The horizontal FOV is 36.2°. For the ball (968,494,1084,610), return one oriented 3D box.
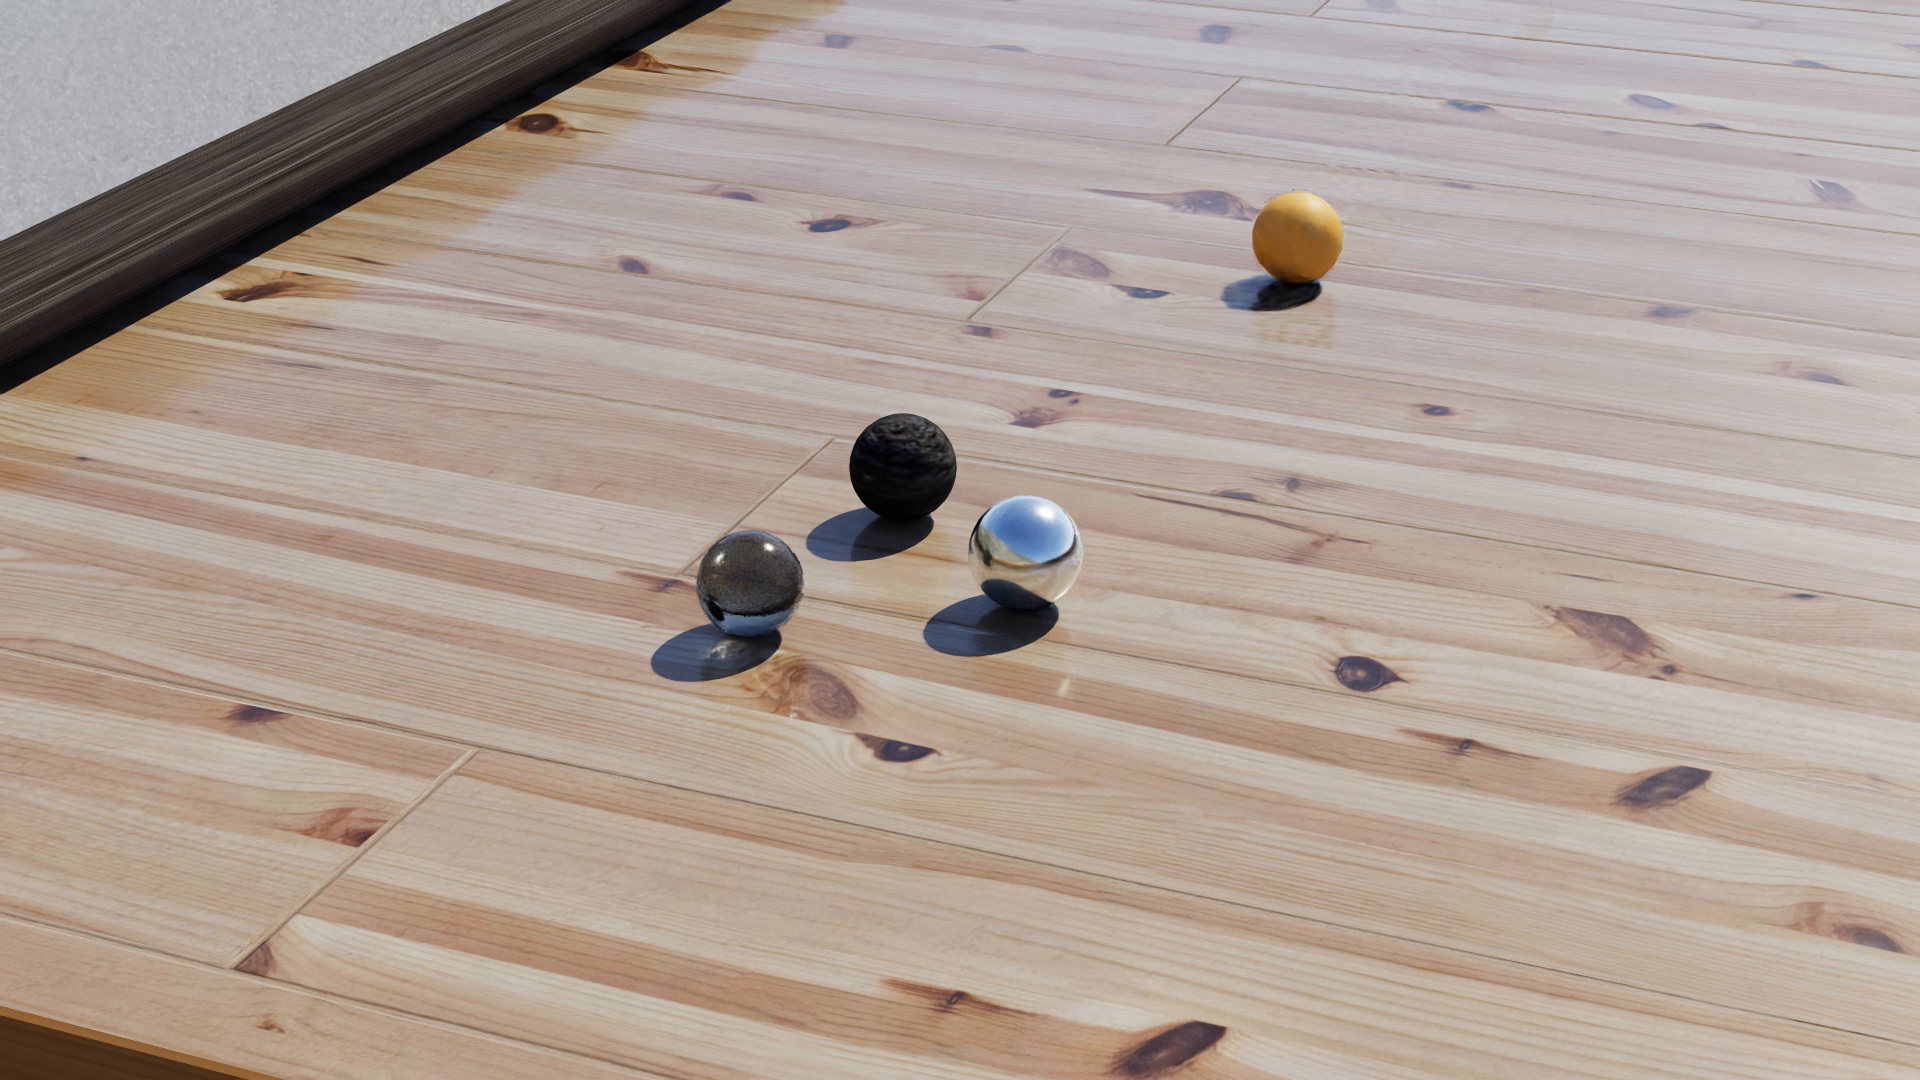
[{"bbox_3d":[0.042,0.008,1.858,0.073,0.073,0.073,0,25,0],"label":"ball"}]

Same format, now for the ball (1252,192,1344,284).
[{"bbox_3d":[0.276,-0.247,2.404,0.074,0.074,0.074,0,25,0],"label":"ball"}]

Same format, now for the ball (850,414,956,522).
[{"bbox_3d":[-0.038,-0.049,1.981,0.073,0.073,0.073,0,25,0],"label":"ball"}]

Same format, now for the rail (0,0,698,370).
[{"bbox_3d":[-0.464,-0.425,2.759,0.045,0.097,2.936,10,27,20],"label":"rail"}]

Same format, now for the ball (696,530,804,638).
[{"bbox_3d":[-0.130,0.027,1.823,0.067,0.067,0.067,0,25,0],"label":"ball"}]

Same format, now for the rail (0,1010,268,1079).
[{"bbox_3d":[-0.266,0.266,1.274,1.641,0.097,0.045,10,27,20],"label":"rail"}]
